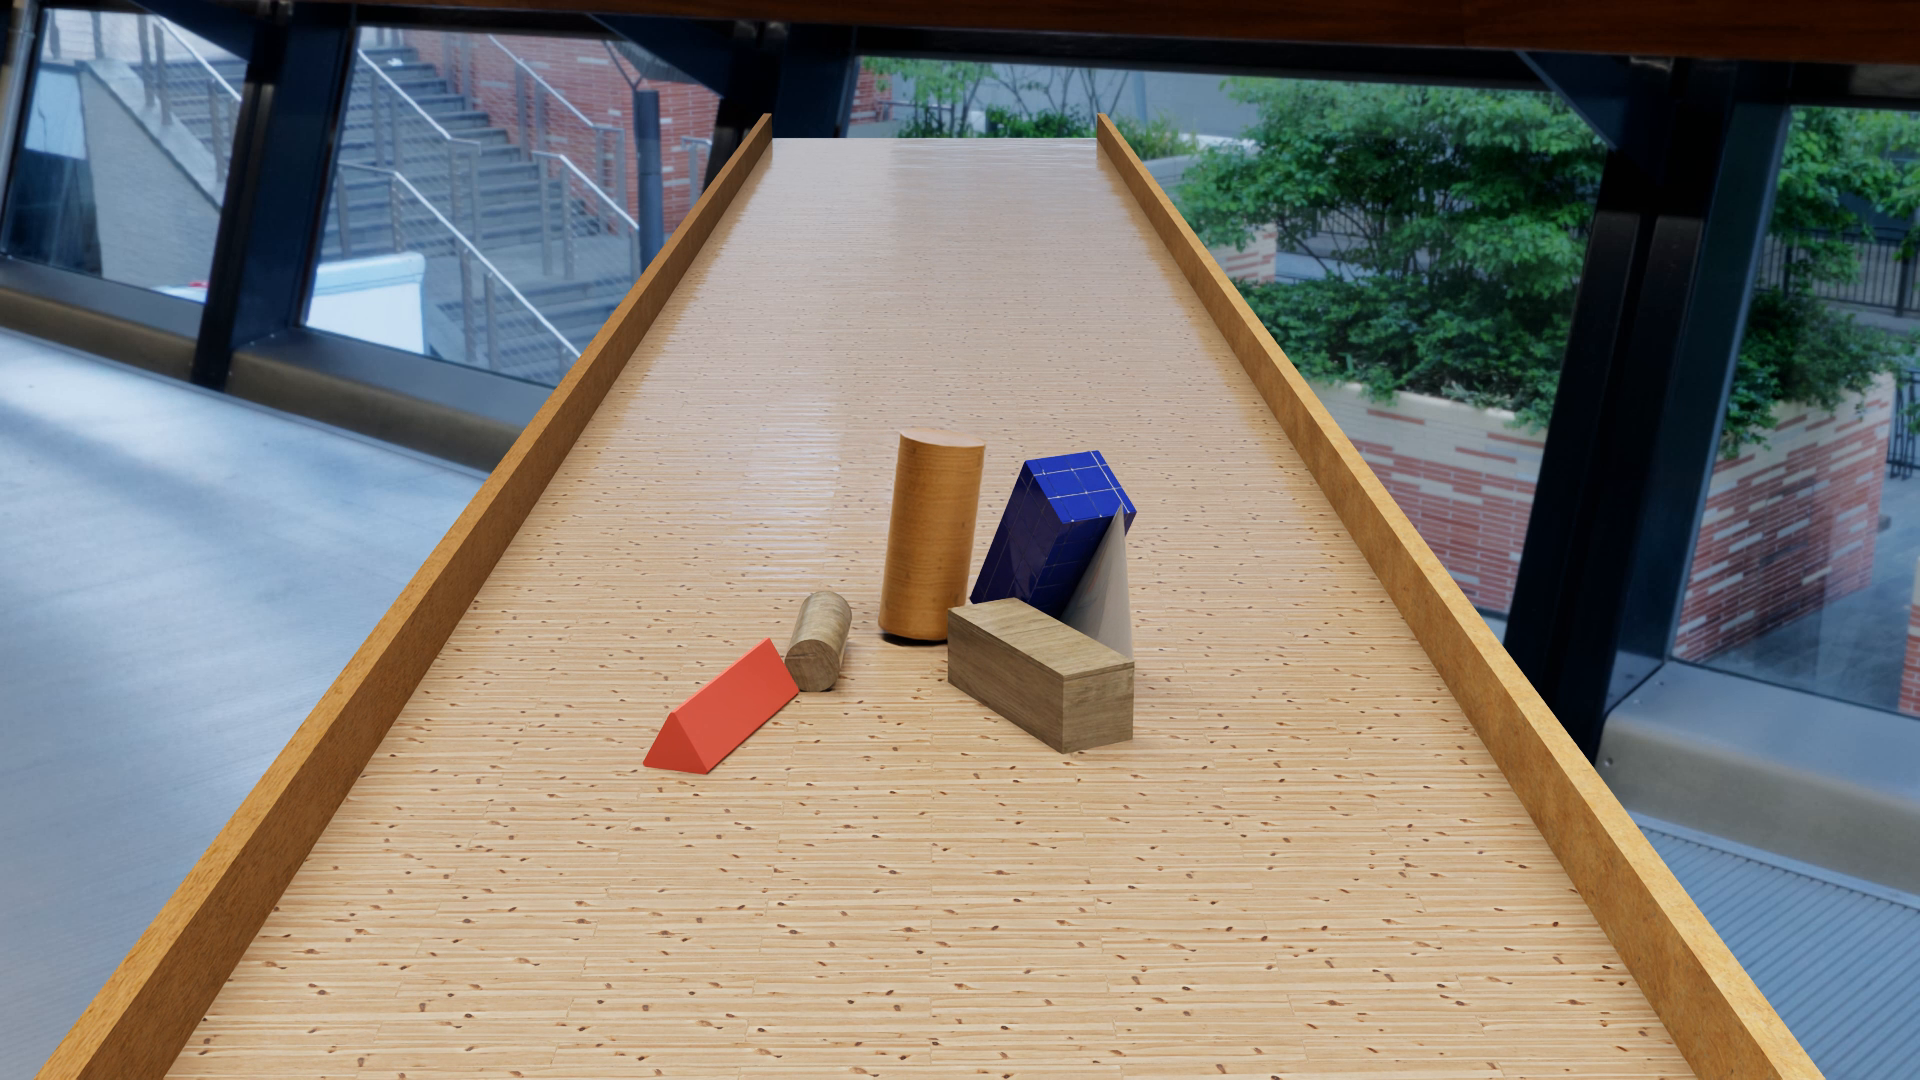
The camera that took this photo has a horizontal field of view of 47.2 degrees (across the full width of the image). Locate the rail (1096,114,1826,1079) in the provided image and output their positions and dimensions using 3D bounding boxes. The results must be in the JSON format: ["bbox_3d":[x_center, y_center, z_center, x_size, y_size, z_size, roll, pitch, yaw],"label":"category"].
[{"bbox_3d":[0.932,-0.844,7.801,0.050,0.150,12.000,0,17,-1],"label":"rail"}]

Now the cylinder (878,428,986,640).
[{"bbox_3d":[-0.059,-0.013,4.524,0.176,0.405,0.176,7,13,-2],"label":"cylinder"}]

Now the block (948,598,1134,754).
[{"bbox_3d":[0.145,0.248,4.128,0.150,0.150,0.428,-9,19,-28],"label":"block"}]

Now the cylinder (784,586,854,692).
[{"bbox_3d":[-0.280,0.199,4.370,0.108,0.108,0.303,1,22,3],"label":"cylinder"}]

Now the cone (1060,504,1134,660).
[{"bbox_3d":[0.283,0.076,4.262,0.179,0.365,0.179,6,34,-4],"label":"cone"}]

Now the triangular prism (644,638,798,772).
[{"bbox_3d":[-0.435,0.294,4.040,0.123,0.107,0.421,5,17,18],"label":"triangular prism"}]

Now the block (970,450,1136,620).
[{"bbox_3d":[0.179,0.033,4.358,0.167,0.406,0.167,-9,51,-28],"label":"block"}]

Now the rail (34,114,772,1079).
[{"bbox_3d":[-1.118,-0.838,7.780,0.050,0.150,12.000,0,17,-1],"label":"rail"}]
